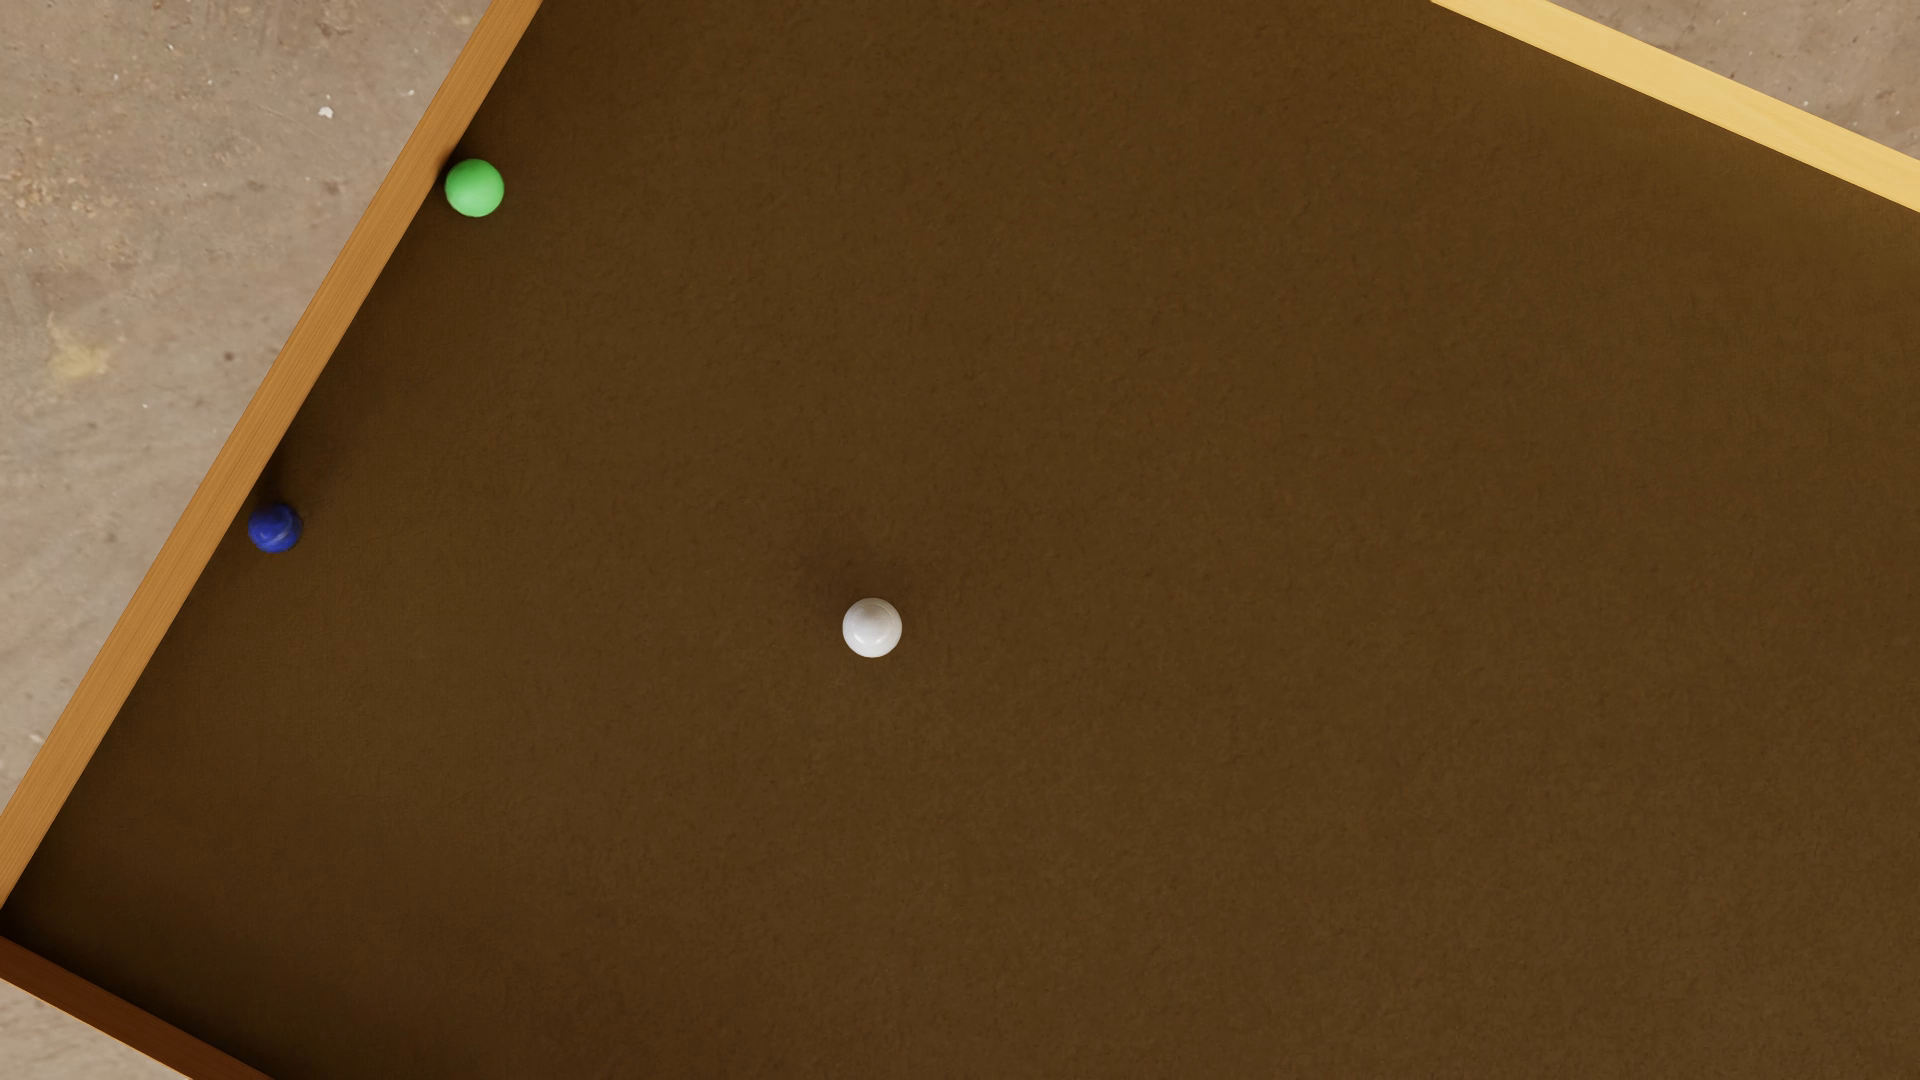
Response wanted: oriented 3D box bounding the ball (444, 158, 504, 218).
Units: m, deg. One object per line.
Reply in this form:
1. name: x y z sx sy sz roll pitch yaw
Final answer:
1. ball: -0.769 -0.558 3.482 0.092 0.092 0.092 0 75 0

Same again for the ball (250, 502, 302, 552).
1. ball: -1.042 -0.021 3.348 0.076 0.076 0.076 0 75 0

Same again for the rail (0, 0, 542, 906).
1. rail: -0.919 -0.440 3.436 0.045 0.119 2.375 25 77 6

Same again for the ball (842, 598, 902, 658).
1. ball: -0.132 0.132 3.300 0.090 0.090 0.090 0 75 0

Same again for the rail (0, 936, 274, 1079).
1. rail: 0.427 1.452 2.934 4.188 0.119 0.045 25 77 6

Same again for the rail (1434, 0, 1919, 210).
1. rail: 1.453 -0.568 3.470 4.188 0.119 0.045 25 77 6
